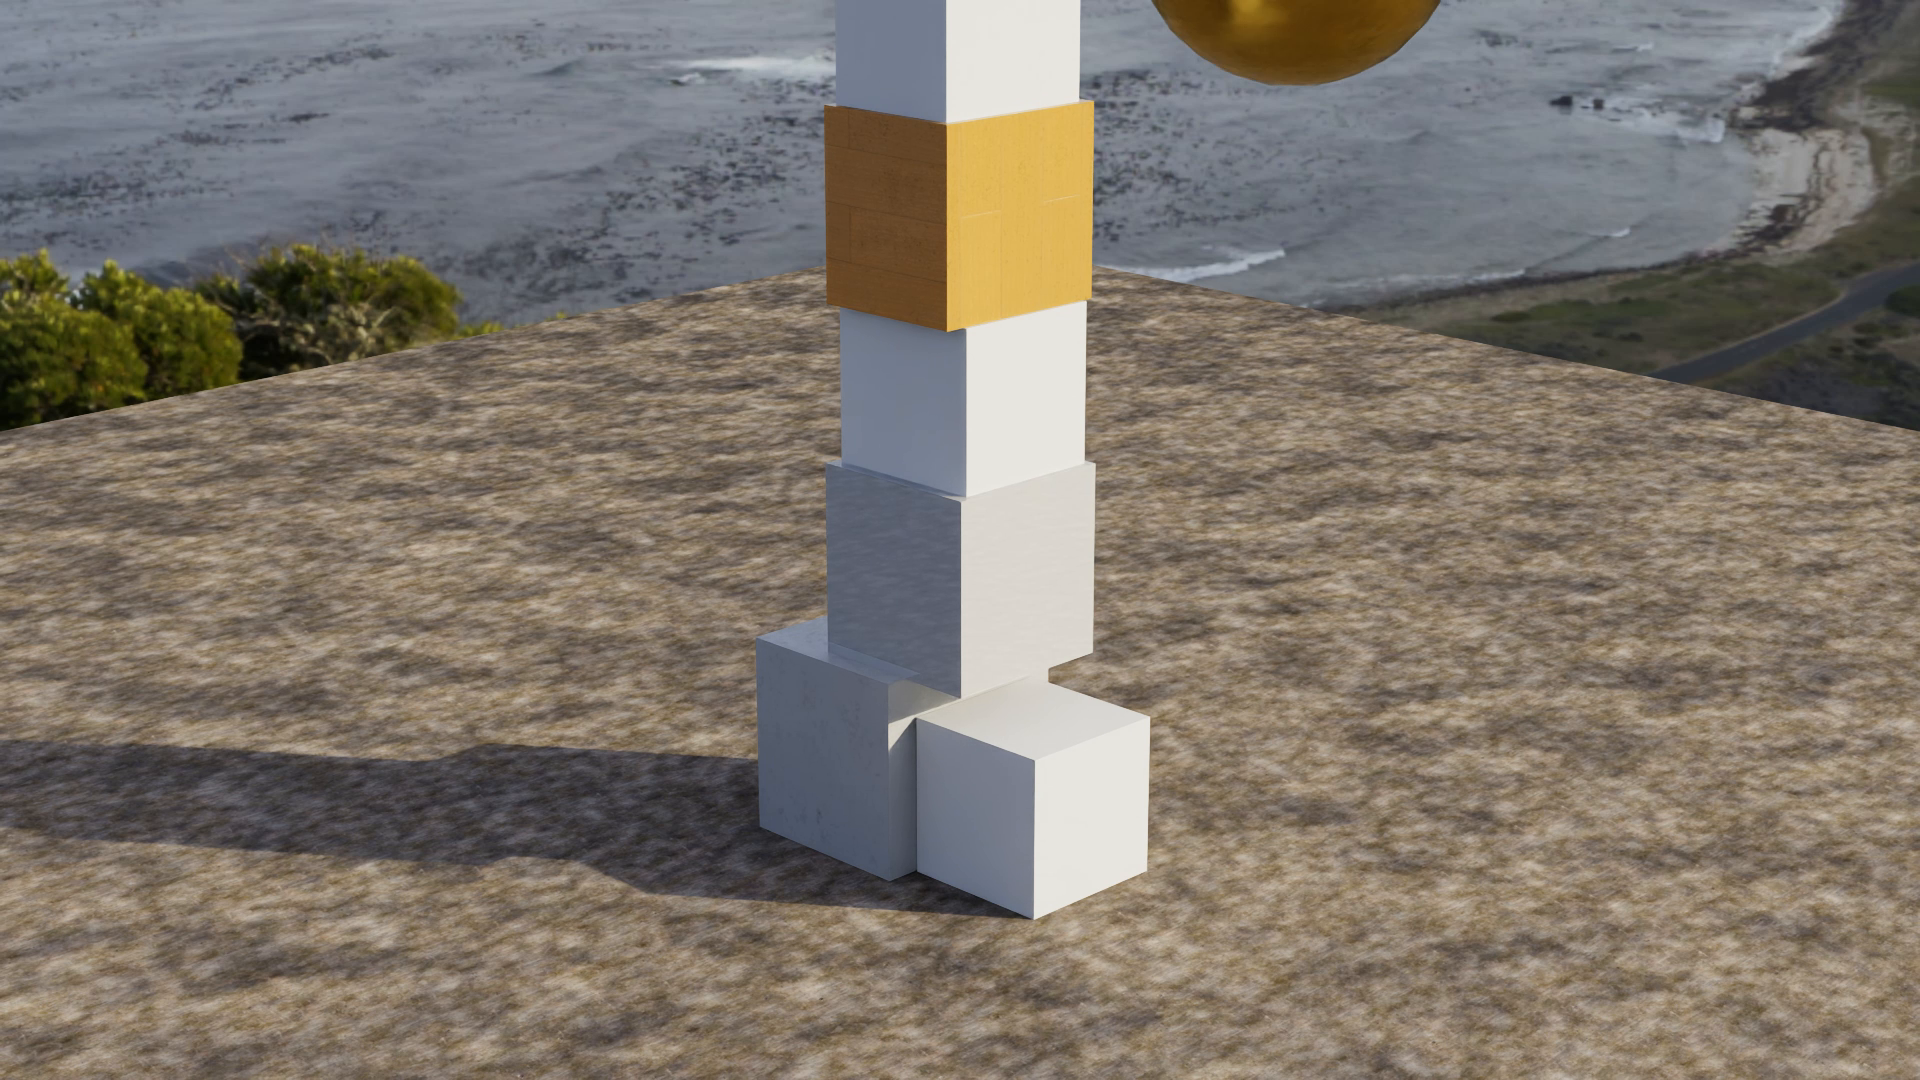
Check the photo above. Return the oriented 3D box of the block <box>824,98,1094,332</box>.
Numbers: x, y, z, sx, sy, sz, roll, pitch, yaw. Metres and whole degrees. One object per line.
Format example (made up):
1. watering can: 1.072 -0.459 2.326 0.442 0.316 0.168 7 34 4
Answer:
1. block: -0.002 -1.480 12.875 0.904 0.880 0.756 -17 24 -42

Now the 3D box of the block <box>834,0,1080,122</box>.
1. block: -0.009 -2.207 12.639 0.813 0.647 0.679 -17 24 -42

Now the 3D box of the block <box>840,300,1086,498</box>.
1. block: 0.013 -0.707 13.133 0.753 0.749 0.798 -17 24 -42

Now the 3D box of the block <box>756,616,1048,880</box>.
1. block: -0.269 0.896 13.899 1.045 0.957 0.897 -17 24 -42

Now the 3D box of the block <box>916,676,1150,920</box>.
1. block: 0.331 1.162 13.382 0.754 0.758 0.743 -17 24 -42

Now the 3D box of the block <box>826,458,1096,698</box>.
1. block: 0.002 0.085 13.370 0.857 0.906 0.868 -17 24 -42

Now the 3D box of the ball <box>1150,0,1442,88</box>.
1. ball: 1.623 -2.988 14.104 1.600 1.600 1.600 0 17 0
